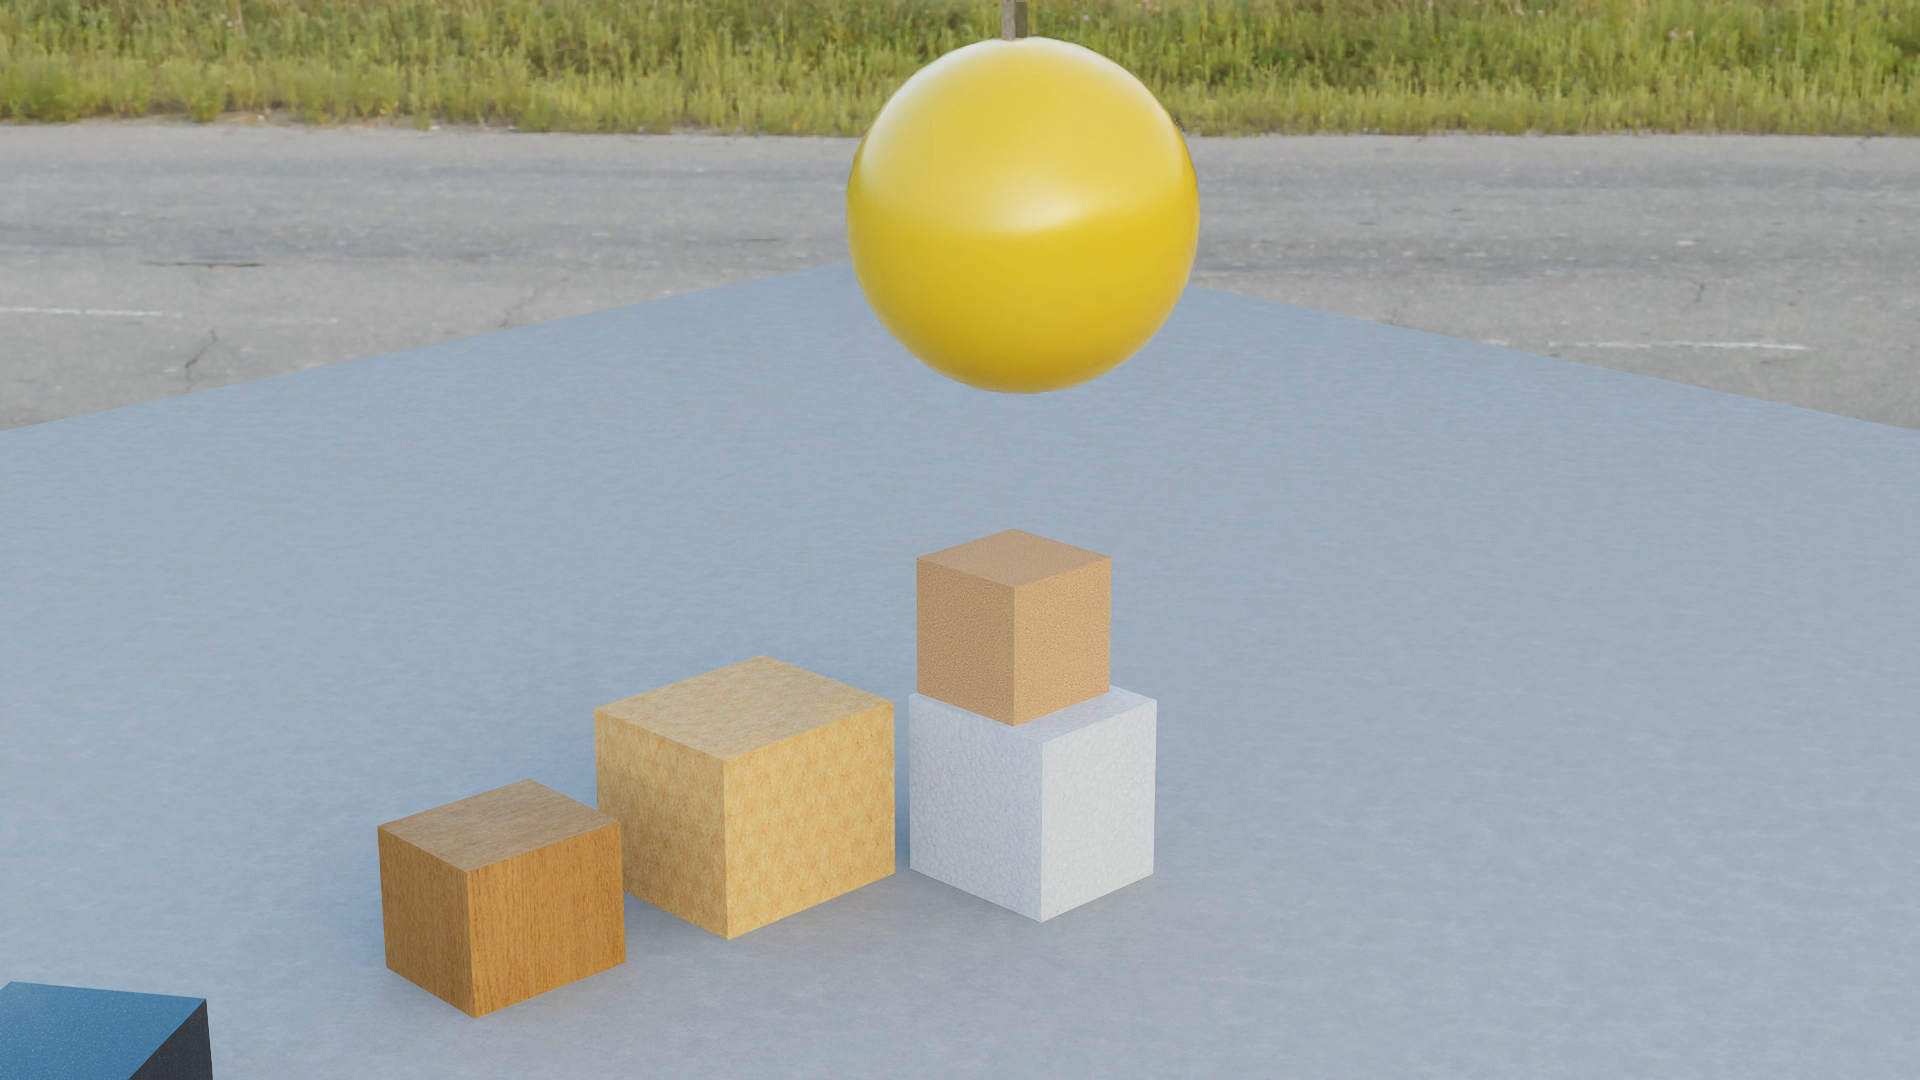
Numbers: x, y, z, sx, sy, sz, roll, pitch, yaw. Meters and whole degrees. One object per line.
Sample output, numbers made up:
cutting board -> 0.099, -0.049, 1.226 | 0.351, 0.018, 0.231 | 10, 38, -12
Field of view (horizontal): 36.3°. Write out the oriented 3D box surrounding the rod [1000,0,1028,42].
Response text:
rod -> 0.122, -4.644, 12.010 | 0.080, 5.200, 0.080 | 17, 28, 42

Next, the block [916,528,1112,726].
block -> 0.241, 0.384, 13.216 | 0.623, 0.643, 0.610 | -17, 24, -42

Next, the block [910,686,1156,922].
block -> 0.328, 1.118, 13.370 | 0.747, 0.849, 0.833 | -17, 24, -42

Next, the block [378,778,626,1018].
block -> -1.943, 1.508, 12.458 | 0.774, 0.654, 0.663 | -16, 23, -41

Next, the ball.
ball -> 0.280, -1.455, 13.178 | 1.600, 1.600, 1.600 | 0, 17, 0

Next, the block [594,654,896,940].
block -> -0.970, 1.143, 13.306 | 0.890, 0.841, 1.010 | 17, 24, 42

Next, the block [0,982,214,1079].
block -> -3.190, 2.092, 10.510 | 0.770, 0.706, 0.726 | 3, 18, 10
